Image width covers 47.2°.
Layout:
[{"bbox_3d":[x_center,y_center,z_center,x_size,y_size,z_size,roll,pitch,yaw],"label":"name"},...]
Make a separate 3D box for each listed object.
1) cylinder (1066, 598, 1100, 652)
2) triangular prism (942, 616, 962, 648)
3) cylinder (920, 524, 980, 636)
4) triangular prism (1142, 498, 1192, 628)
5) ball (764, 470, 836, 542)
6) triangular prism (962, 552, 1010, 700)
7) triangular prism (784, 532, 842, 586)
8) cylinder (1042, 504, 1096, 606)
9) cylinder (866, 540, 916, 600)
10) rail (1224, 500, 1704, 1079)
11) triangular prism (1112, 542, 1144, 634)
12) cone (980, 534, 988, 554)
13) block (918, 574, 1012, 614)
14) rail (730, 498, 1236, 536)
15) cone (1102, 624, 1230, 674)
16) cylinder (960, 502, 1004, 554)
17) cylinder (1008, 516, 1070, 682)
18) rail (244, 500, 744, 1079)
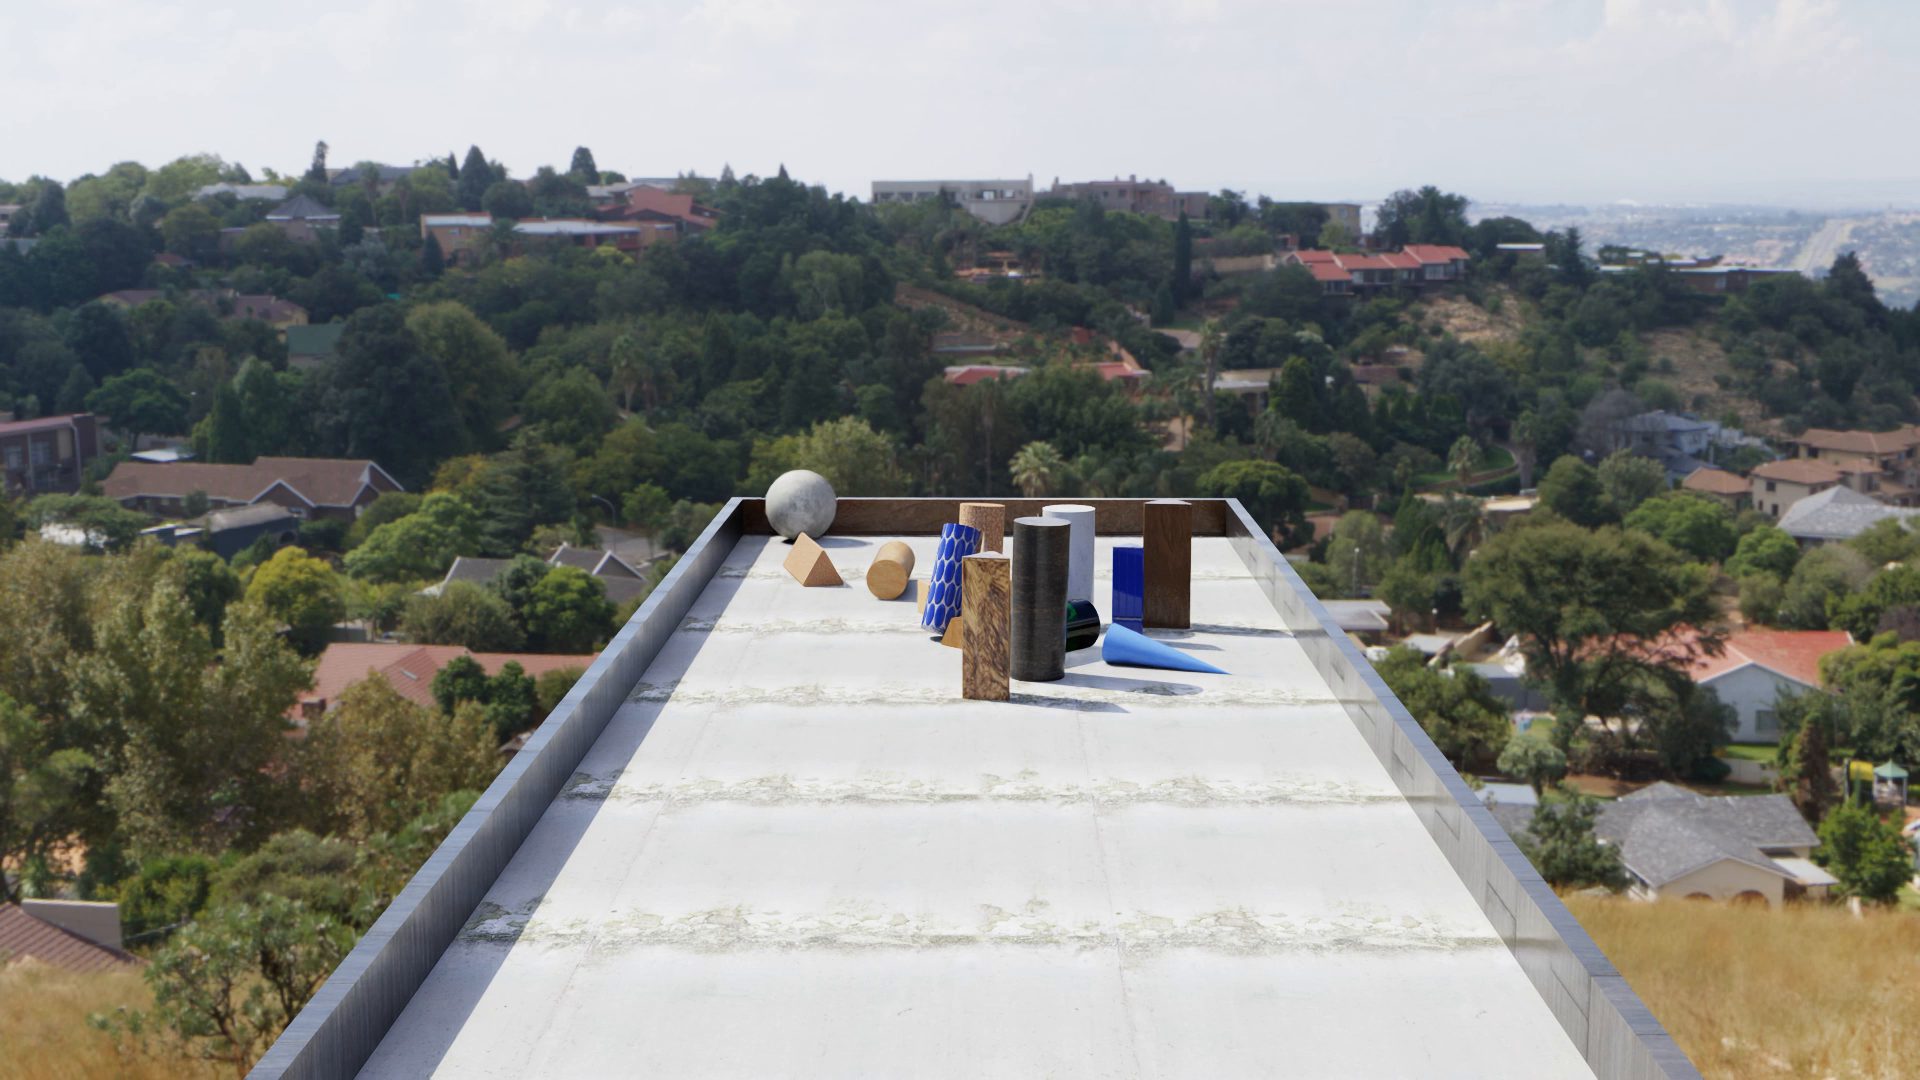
[{"bbox_3d":[0.225,0.284,6.711,0.160,0.160,0.435,9,13,44],"label":"cylinder"},{"bbox_3d":[0.132,0.266,7.026,0.427,0.090,0.104,-8,12,-42],"label":"triangular prism"},{"bbox_3d":[-0.030,0.128,7.049,0.122,0.342,0.122,12,-14,3],"label":"cylinder"},{"bbox_3d":[0.682,0.075,7.222,0.154,0.411,0.133,1,9,8],"label":"triangular prism"},{"bbox_3d":[-0.650,-0.141,8.970,0.292,0.292,0.292,0,9,0],"label":"ball"},{"bbox_3d":[0.082,0.240,6.206,0.133,0.404,0.115,2,9,10],"label":"triangular prism"},{"bbox_3d":[-0.547,0.067,8.156,0.148,0.128,0.439,-2,9,-14],"label":"triangular prism"},{"bbox_3d":[0.355,0.089,7.205,0.172,0.389,0.172,0,9,0],"label":"cylinder"},{"bbox_3d":[-0.246,0.106,7.885,0.143,0.143,0.417,0,9,3],"label":"cylinder"},{"bbox_3d":[1.046,0.843,3.208,0.050,0.150,12.000,0,9,1],"label":"rail"},{"bbox_3d":[0.536,0.167,6.975,0.096,0.307,0.084,2,9,11],"label":"triangular prism"},{"bbox_3d":[0.077,0.149,6.827,0.129,0.369,0.129,0,-15,0],"label":"cone"},{"bbox_3d":[0.070,0.187,7.475,0.415,0.111,0.111,-3,10,-20],"label":"block"},{"bbox_3d":[0.099,-0.098,9.147,2.100,0.150,0.050,0,9,1],"label":"rail"},{"bbox_3d":[0.632,0.355,6.579,0.401,0.121,0.121,14,14,25],"label":"cone"},{"bbox_3d":[0.065,0.080,7.213,0.147,0.393,0.147,3,5,0],"label":"cylinder"},{"bbox_3d":[0.232,0.172,6.442,0.167,0.459,0.167,2,9,0],"label":"cylinder"},{"bbox_3d":[-1.004,0.839,3.234,0.050,0.150,12.000,0,9,1],"label":"rail"}]
